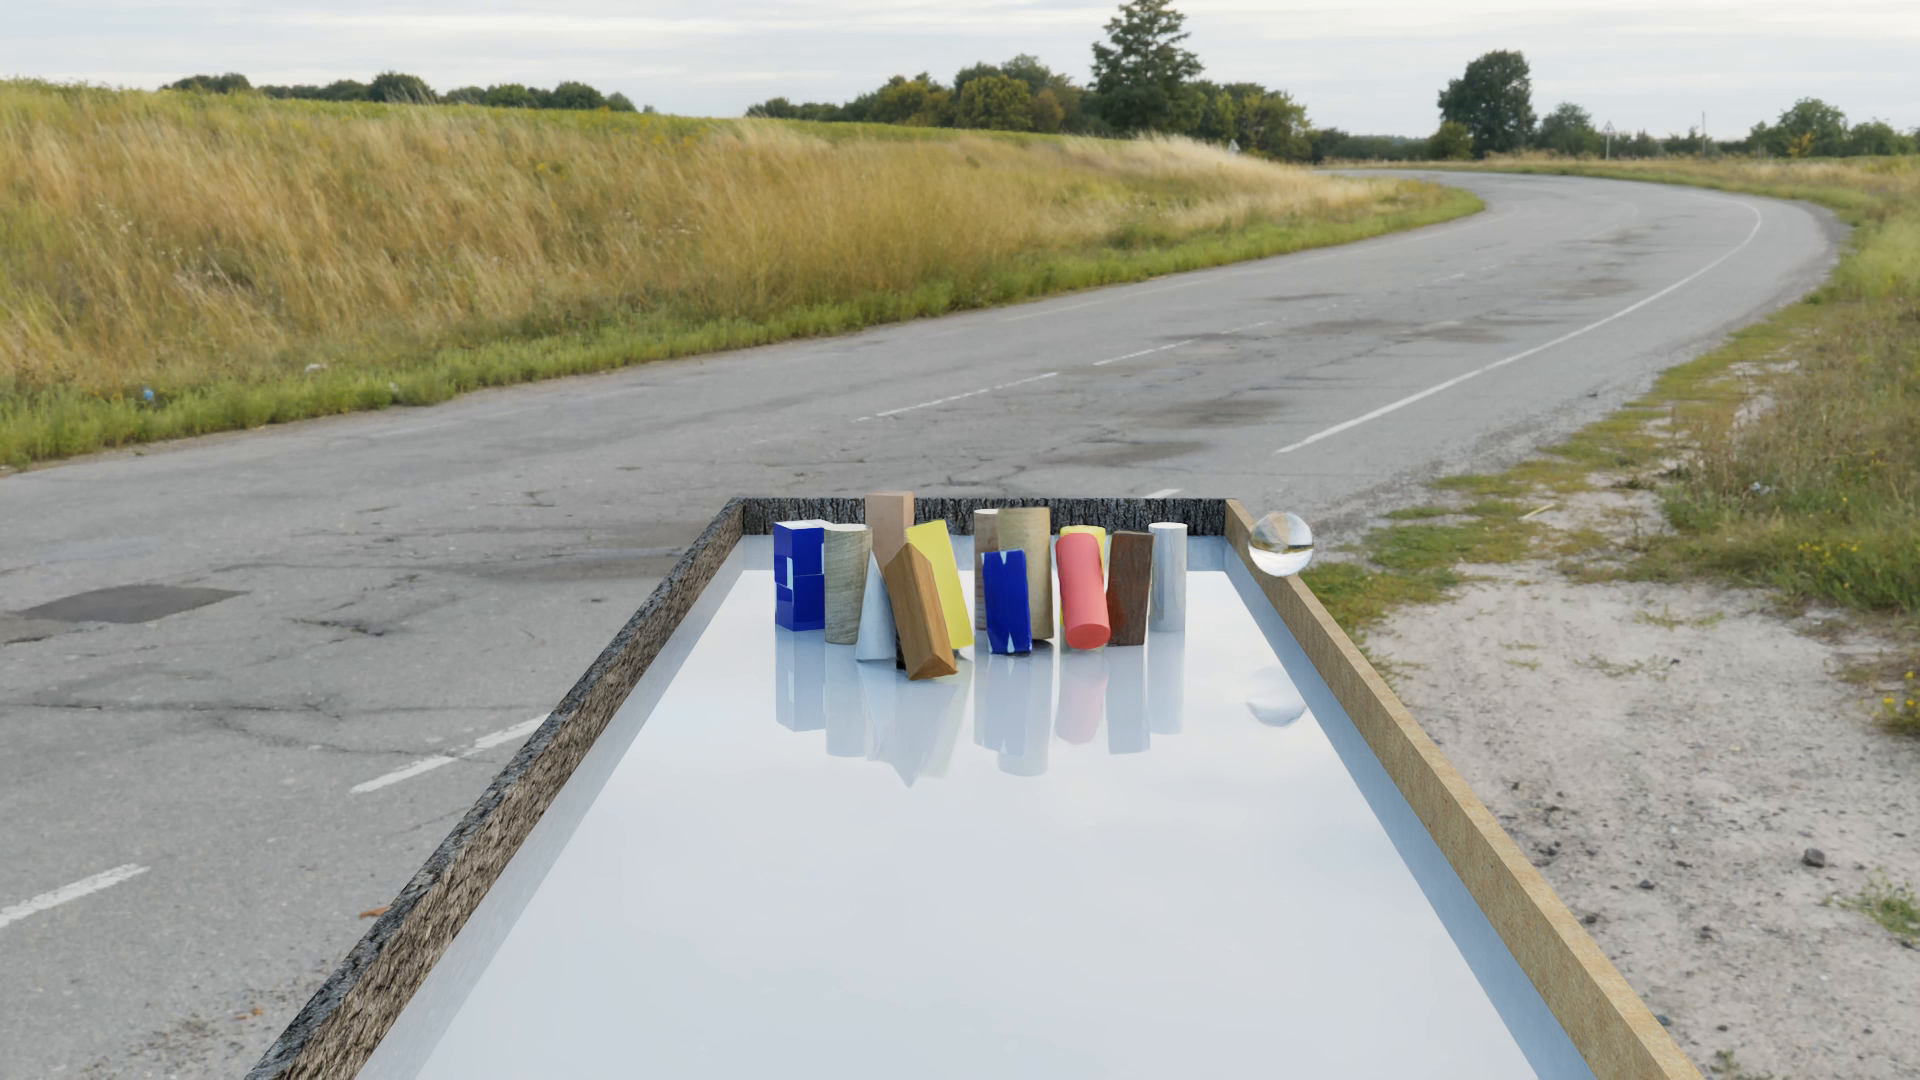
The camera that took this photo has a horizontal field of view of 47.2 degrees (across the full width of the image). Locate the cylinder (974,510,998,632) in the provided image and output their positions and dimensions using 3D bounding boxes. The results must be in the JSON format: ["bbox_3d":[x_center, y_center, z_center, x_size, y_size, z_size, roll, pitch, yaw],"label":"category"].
[{"bbox_3d":[0.100,0.097,7.165,0.109,0.385,0.109,0,9,0],"label":"cylinder"}]

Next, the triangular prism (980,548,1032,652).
[{"bbox_3d":[0.173,0.186,6.820,0.149,0.310,0.129,-4,2,29],"label":"triangular prism"}]

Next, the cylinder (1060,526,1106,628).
[{"bbox_3d":[0.402,0.122,7.219,0.147,0.319,0.147,0,9,0],"label":"cylinder"}]

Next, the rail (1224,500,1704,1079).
[{"bbox_3d":[1.046,0.843,3.208,0.050,0.150,12.000,0,9,1],"label":"rail"}]

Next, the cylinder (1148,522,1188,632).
[{"bbox_3d":[0.674,0.121,7.159,0.125,0.340,0.125,0,9,0],"label":"cylinder"}]

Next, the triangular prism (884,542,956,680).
[{"bbox_3d":[-0.116,0.203,6.485,0.142,0.123,0.403,-8,55,-9],"label":"triangular prism"}]

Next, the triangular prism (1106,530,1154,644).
[{"bbox_3d":[0.516,0.147,6.952,0.134,0.348,0.116,3,5,-13],"label":"triangular prism"}]

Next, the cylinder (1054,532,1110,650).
[{"bbox_3d":[0.384,0.158,6.906,0.141,0.141,0.354,-1,53,-5],"label":"cylinder"}]

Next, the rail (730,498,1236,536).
[{"bbox_3d":[0.099,-0.098,9.147,2.100,0.150,0.050,0,9,1],"label":"rail"}]

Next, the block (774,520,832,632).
[{"bbox_3d":[-0.502,0.114,7.217,0.166,0.335,0.166,-4,10,-25],"label":"block"}]

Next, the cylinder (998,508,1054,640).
[{"bbox_3d":[0.208,0.105,6.961,0.165,0.413,0.165,-2,1,0],"label":"cylinder"}]

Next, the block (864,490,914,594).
[{"bbox_3d":[-0.229,0.065,7.186,0.129,0.442,0.129,2,9,13],"label":"block"}]

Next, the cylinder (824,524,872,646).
[{"bbox_3d":[-0.353,0.140,6.967,0.155,0.363,0.155,0,9,0],"label":"cylinder"}]

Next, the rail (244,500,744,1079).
[{"bbox_3d":[-1.004,0.839,3.234,0.050,0.150,12.000,0,9,1],"label":"rail"}]

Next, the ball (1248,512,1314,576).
[{"bbox_3d":[1.064,0.014,7.286,0.214,0.214,0.214,0,9,0],"label":"ball"}]

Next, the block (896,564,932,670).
[{"bbox_3d":[-0.136,0.229,6.616,0.114,0.114,0.308,-1,54,-3],"label":"block"}]

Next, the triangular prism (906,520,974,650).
[{"bbox_3d":[-0.070,0.144,6.821,0.125,0.396,0.109,-14,1,-9],"label":"triangular prism"}]

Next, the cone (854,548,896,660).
[{"bbox_3d":[-0.253,0.187,6.702,0.173,0.332,0.173,-6,4,0],"label":"cone"}]
